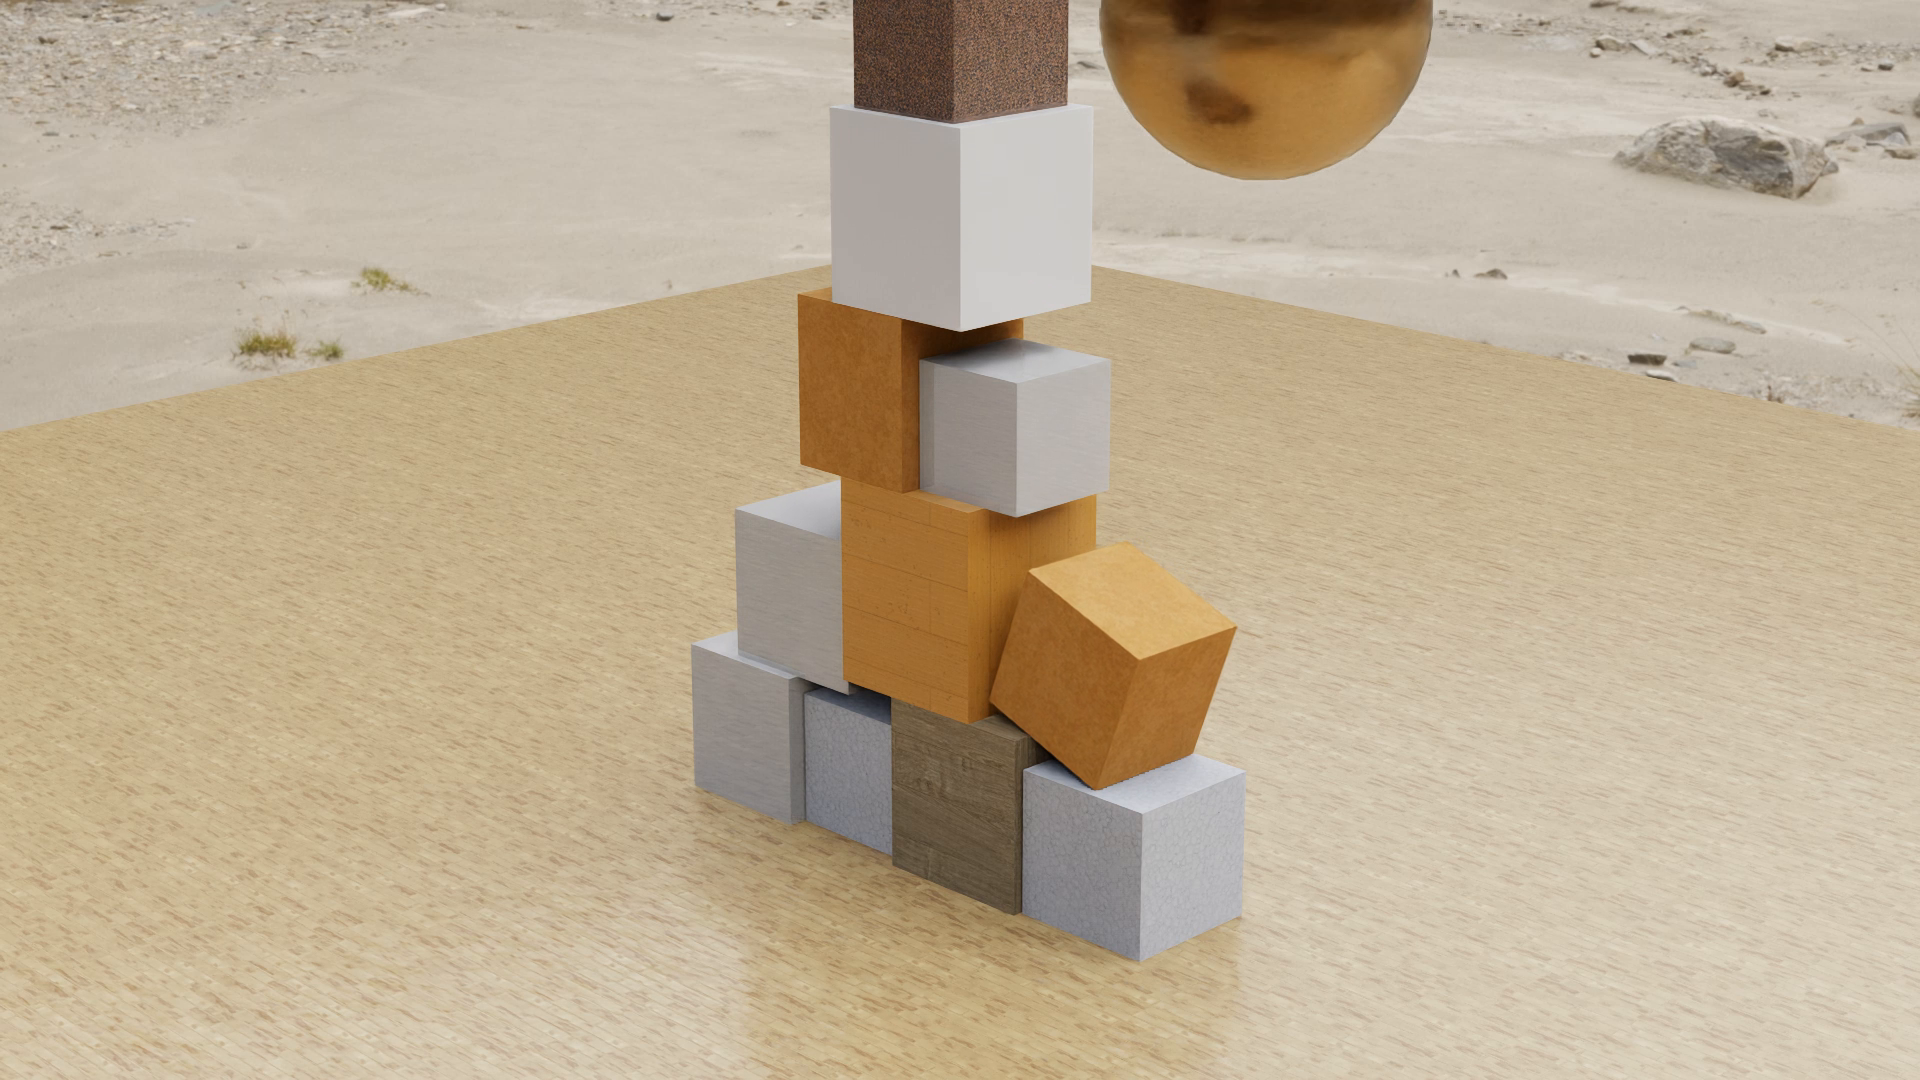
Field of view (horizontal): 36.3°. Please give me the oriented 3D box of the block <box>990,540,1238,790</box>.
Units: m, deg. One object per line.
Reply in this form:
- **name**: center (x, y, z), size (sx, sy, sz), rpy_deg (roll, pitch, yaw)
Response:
- **block**: center (0.663, 0.541, 12.827), size (0.624, 0.705, 0.700), rpy_deg (-16, 43, -41)

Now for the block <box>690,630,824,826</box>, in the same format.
- **block**: center (-0.773, 0.848, 14.408), size (0.806, 0.743, 0.712), rpy_deg (-17, 24, -42)

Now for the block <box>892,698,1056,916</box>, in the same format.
- **block**: center (0.231, 1.111, 13.424), size (0.757, 0.831, 0.779), rpy_deg (-17, 24, -42)

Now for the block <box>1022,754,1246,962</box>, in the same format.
- **block**: center (0.765, 1.337, 12.944), size (0.682, 0.687, 0.700), rpy_deg (-17, 24, -42)

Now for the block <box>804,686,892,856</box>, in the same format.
- **block**: center (-0.270, 1.038, 13.960), size (0.653, 0.649, 0.664), rpy_deg (-17, 24, -42)

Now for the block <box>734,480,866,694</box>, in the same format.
- **block**: center (-0.537, 0.207, 13.979), size (0.724, 0.738, 0.779), rpy_deg (-17, 24, -42)

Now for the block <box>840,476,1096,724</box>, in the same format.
- **block**: center (0.040, 0.177, 13.381), size (0.825, 0.978, 0.811), rpy_deg (-17, 24, -42)

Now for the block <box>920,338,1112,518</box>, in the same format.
- **block**: center (0.242, -0.507, 12.931), size (0.594, 0.595, 0.594), rpy_deg (-17, 24, -42)

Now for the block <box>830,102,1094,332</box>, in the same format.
- **block**: center (0.006, -1.471, 12.886), size (0.818, 0.869, 0.807), rpy_deg (-17, 24, -42)

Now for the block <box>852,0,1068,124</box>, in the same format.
- **block**: center (0.005, -2.237, 12.644), size (0.702, 0.739, 0.612), rpy_deg (-17, 24, -42)

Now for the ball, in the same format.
- **ball**: center (1.467, -2.529, 14.084), size (1.600, 1.600, 1.600), rpy_deg (0, 17, 0)

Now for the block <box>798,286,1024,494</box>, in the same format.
- **block**: center (-0.221, -0.736, 13.326), size (0.768, 0.797, 0.671), rpy_deg (-17, 24, -42)
